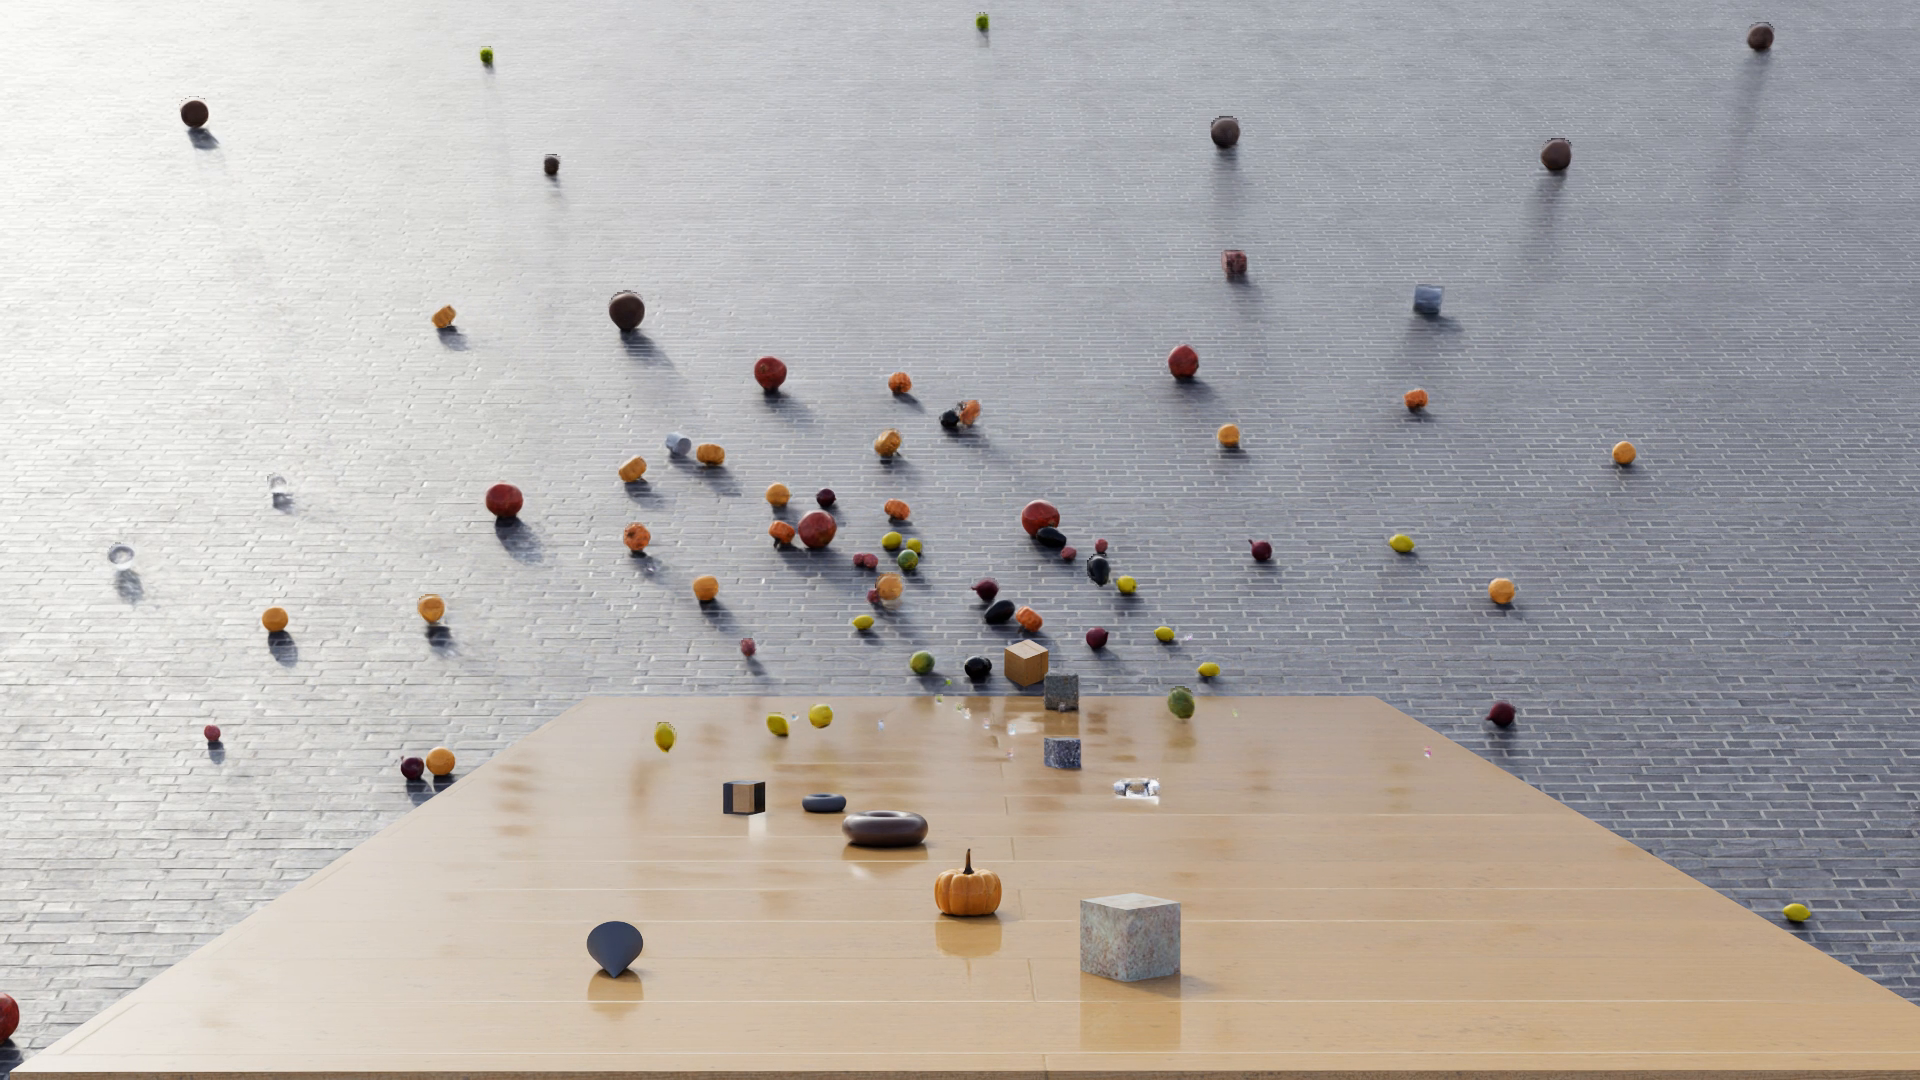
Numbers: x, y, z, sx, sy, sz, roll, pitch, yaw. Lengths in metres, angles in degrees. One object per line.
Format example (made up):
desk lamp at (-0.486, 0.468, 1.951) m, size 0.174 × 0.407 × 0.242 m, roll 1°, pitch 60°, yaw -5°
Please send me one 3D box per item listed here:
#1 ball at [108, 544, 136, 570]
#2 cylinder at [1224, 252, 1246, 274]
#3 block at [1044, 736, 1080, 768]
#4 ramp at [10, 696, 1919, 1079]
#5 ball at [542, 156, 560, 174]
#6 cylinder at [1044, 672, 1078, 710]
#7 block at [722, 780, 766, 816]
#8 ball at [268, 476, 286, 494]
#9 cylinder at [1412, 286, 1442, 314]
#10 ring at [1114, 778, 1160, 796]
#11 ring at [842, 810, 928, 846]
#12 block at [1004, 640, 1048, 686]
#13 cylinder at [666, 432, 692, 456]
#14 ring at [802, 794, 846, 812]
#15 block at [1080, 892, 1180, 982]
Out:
ball at (-2.418, 0.049, 7.437) m, size 0.075 × 0.075 × 0.075 m, roll 0°, pitch 25°, yaw 0°
cylinder at (1.048, -1.057, 9.833) m, size 0.077 × 0.077 × 0.077 m, roll -1°, pitch 25°, yaw -2°
block at (0.202, 0.418, 5.070) m, size 0.054 × 0.054 × 0.054 m, roll -1°, pitch 2°, yaw -24°
ramp at (0.057, 0.512, 4.553) m, size 2.000 × 0.100 × 4.000 m, roll 0°, pitch 2°, yaw 0°
ball at (-1.750, -1.605, 11.027) m, size 0.075 × 0.075 × 0.075 m, roll 0°, pitch 25°, yaw 0°
cylinder at (0.245, 0.366, 6.231) m, size 0.083 × 0.083 × 0.083 m, roll 0°, pitch 2°, yaw 0°
block at (-0.369, 0.440, 4.407) m, size 0.052 × 0.052 × 0.052 m, roll 1°, pitch 2°, yaw 28°
ball at (-2.104, -0.172, 7.941) m, size 0.056 × 0.056 × 0.056 m, roll 0°, pitch 25°, yaw 0°
cylinder at (1.712, -0.879, 9.434) m, size 0.090 × 0.090 × 0.090 m, roll 9°, pitch 26°, yaw 18°
ring at (0.318, 0.445, 4.639) m, size 0.083 × 0.028 × 0.083 m, roll -1°, pitch 2°, yaw 0°
ring at (-0.118, 0.455, 4.067) m, size 0.137 × 0.046 × 0.137 m, roll 1°, pitch 1°, yaw 0°
block at (0.176, 0.325, 6.829) m, size 0.082 × 0.082 × 0.082 m, roll -19°, pitch 31°, yaw -35°
cylinder at (-0.899, -0.306, 8.227) m, size 0.060 × 0.060 × 0.060 m, roll -19°, pitch 31°, yaw -36°
ring at (-0.234, 0.453, 4.443) m, size 0.077 × 0.026 × 0.077 m, roll -1°, pitch 3°, yaw 0°
block at (0.201, 0.468, 3.041) m, size 0.084 × 0.084 × 0.084 m, roll -1°, pitch 2°, yaw -37°
